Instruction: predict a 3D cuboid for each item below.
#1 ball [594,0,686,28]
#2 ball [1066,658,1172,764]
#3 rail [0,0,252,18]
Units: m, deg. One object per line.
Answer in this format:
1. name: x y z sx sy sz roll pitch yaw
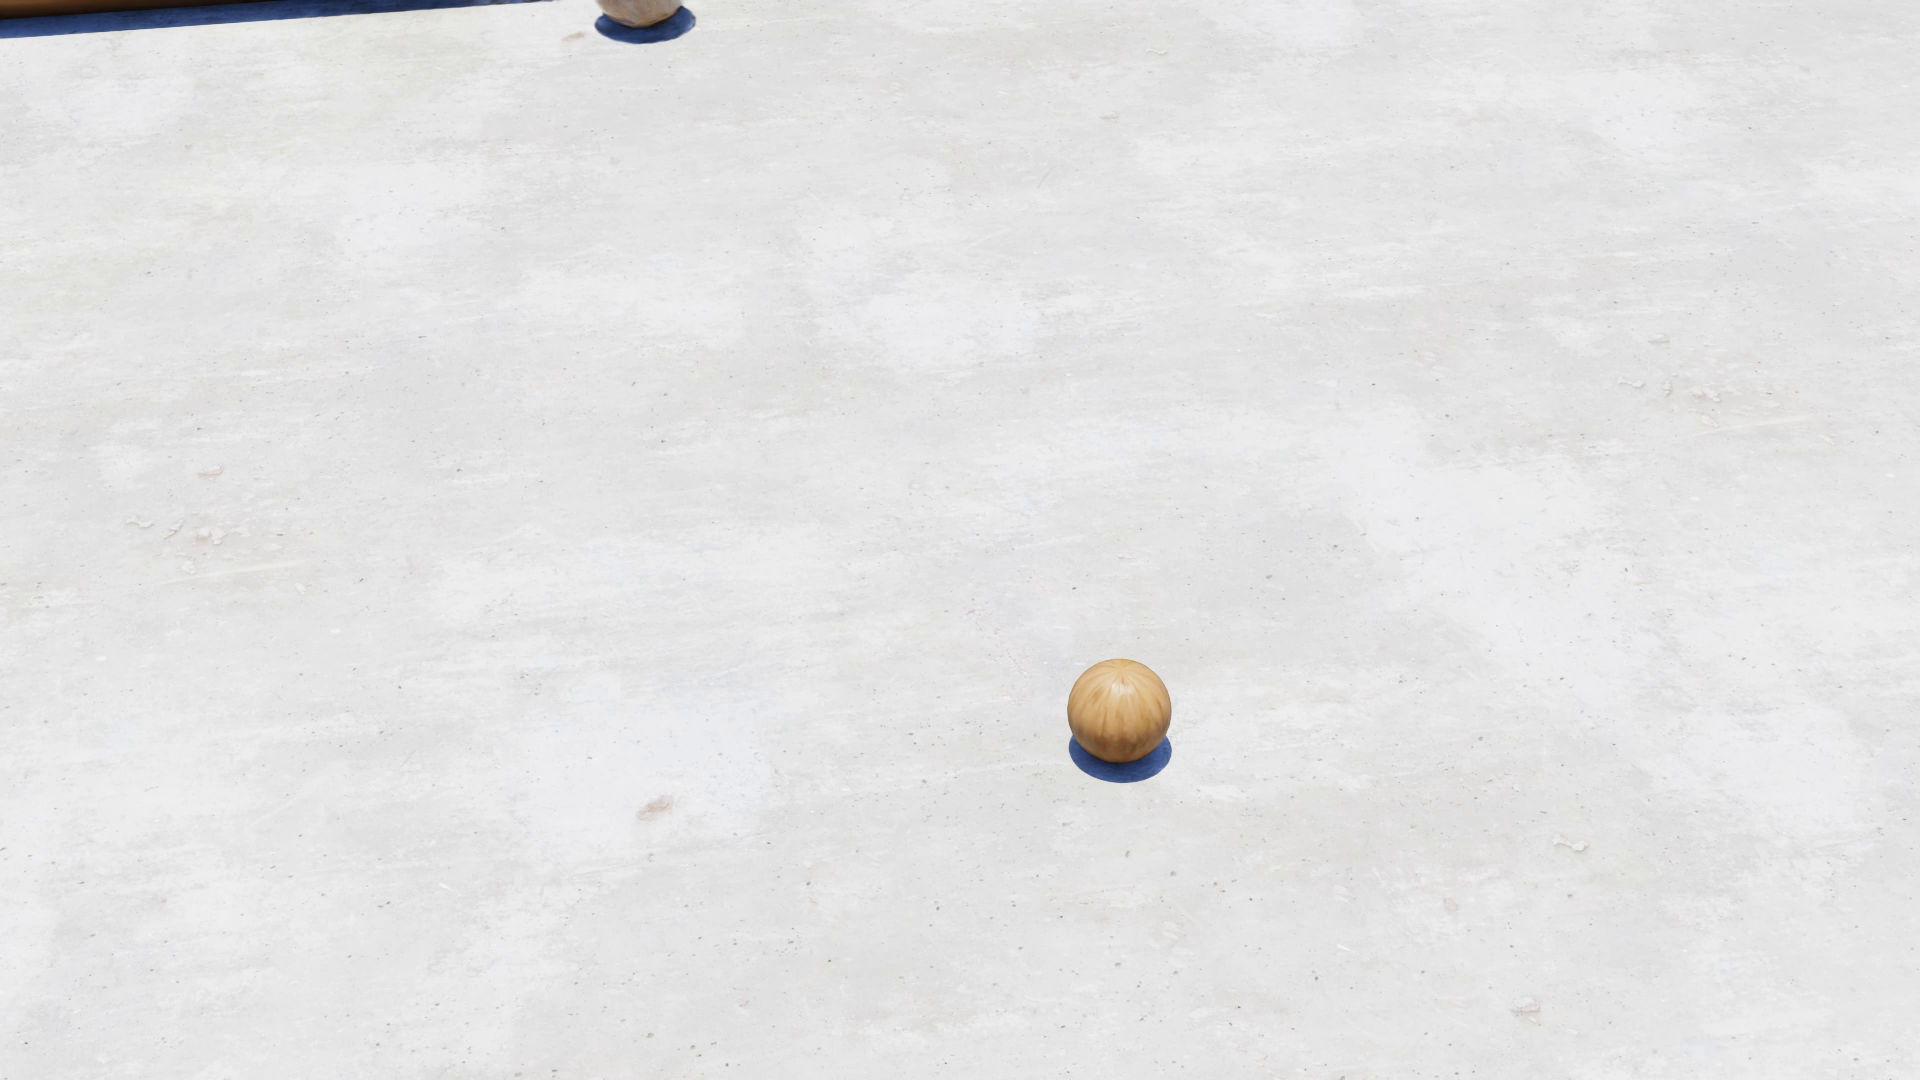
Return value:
1. ball: -0.277 -0.486 2.211 0.089 0.089 0.089 0 36 0
2. ball: 0.090 0.096 1.442 0.059 0.059 0.059 0 36 0
3. rail: 0.659 -0.637 2.393 3.288 0.115 0.045 -6 37 -8
